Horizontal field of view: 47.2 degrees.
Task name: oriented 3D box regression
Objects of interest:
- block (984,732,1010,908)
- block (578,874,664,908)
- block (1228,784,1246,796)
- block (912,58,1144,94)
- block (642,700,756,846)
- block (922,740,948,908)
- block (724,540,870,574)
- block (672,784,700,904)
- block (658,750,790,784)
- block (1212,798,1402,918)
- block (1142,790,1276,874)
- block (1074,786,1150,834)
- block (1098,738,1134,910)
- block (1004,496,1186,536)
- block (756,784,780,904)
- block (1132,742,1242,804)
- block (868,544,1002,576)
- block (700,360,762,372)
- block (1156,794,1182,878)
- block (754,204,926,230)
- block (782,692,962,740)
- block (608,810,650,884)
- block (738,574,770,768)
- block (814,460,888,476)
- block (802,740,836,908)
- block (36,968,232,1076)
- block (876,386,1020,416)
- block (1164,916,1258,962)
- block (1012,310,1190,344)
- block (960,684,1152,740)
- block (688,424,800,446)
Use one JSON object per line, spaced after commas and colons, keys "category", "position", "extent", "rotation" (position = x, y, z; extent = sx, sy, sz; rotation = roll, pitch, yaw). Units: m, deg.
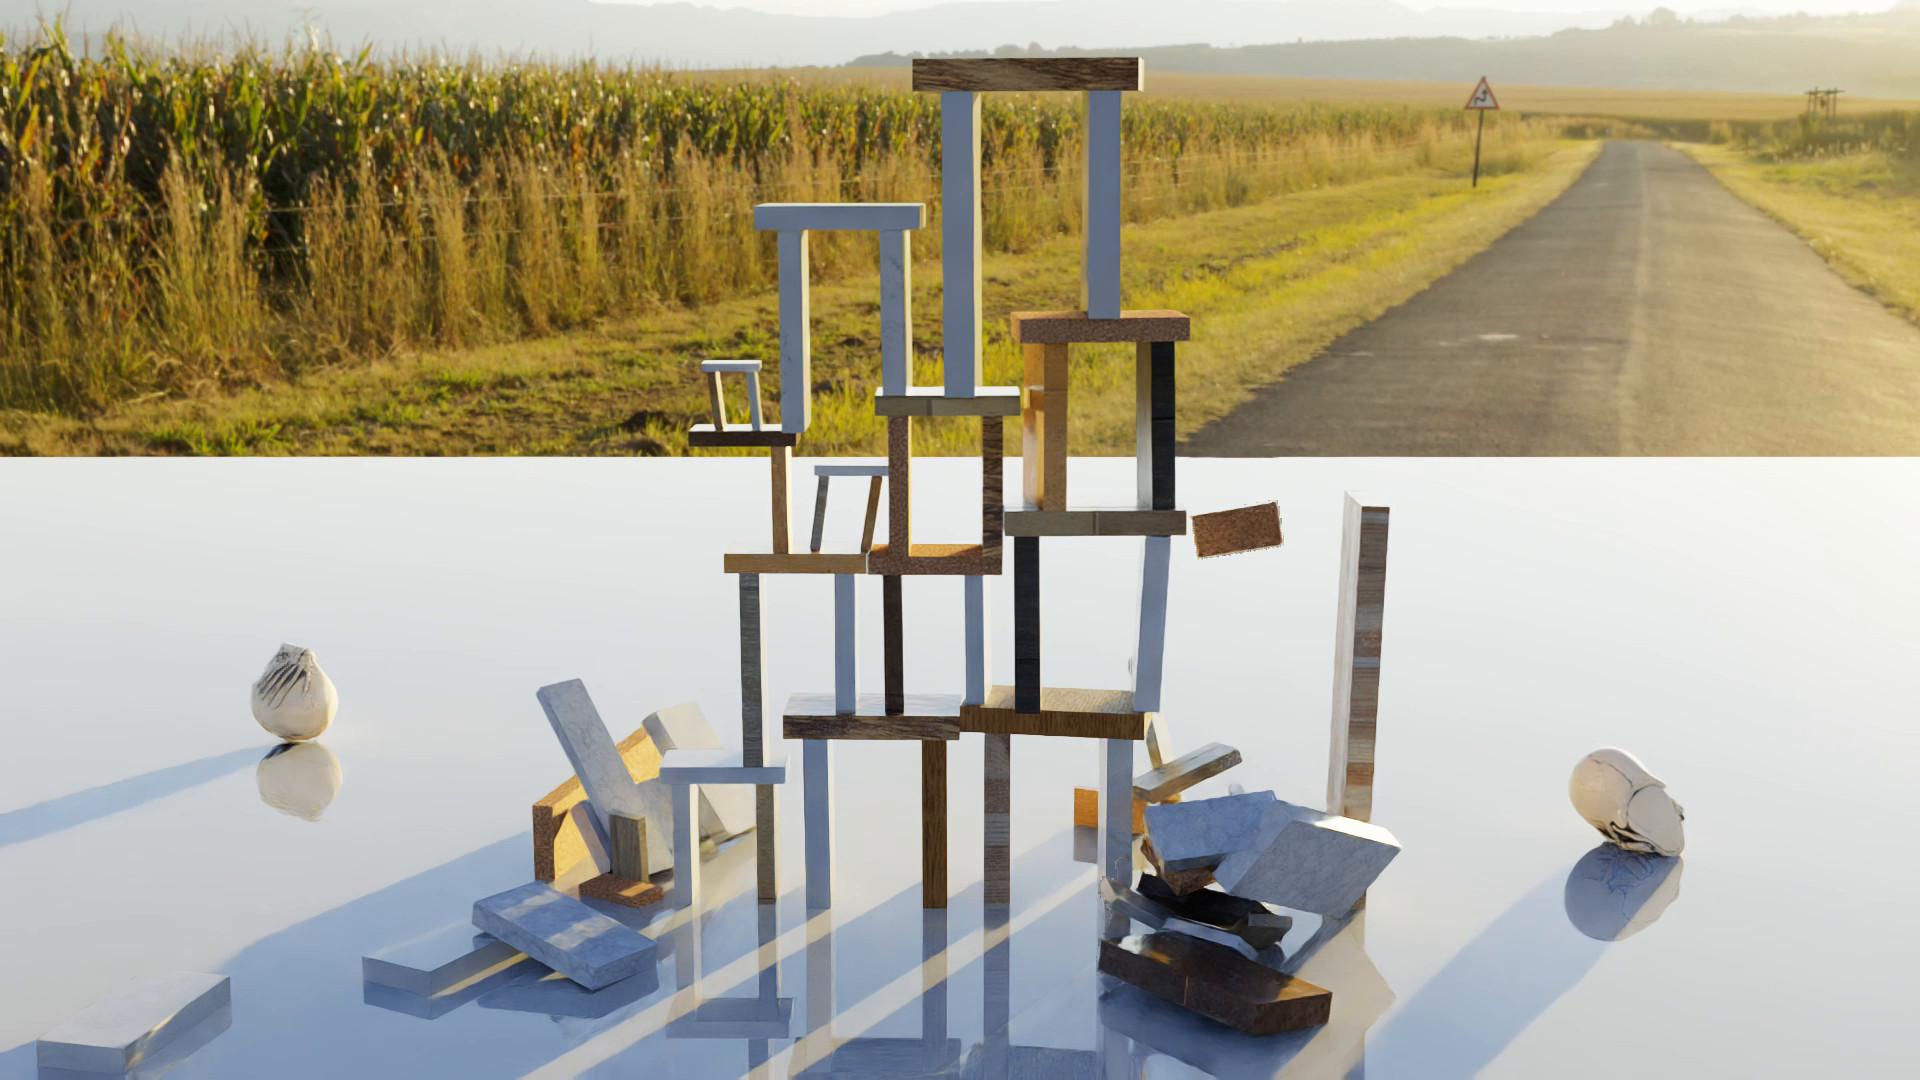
{"category": "block", "position": [0.061, 0.443, 3.644], "extent": [0.042, 0.298, 0.149], "rotation": [0, 11, 0]}
{"category": "block", "position": [-0.564, 0.583, 3.655], "extent": [0.129, 0.018, 0.064], "rotation": [7, 12, 32]}
{"category": "block", "position": [0.459, 0.503, 3.644], "extent": [0.025, 0.175, 0.087], "rotation": [0, 14, -1]}
{"category": "block", "position": [0.108, -0.718, 3.400], "extent": [0.343, 0.049, 0.171], "rotation": [1, 11, 7]}
{"category": "block", "position": [-0.458, 0.417, 3.952], "extent": [0.037, 0.261, 0.131], "rotation": [-38, -12, 24]}
{"category": "block", "position": [-0.042, 0.450, 3.643], "extent": [0.040, 0.285, 0.143], "rotation": [0, 11, 0]}
{"category": "block", "position": [-0.261, 0.027, 3.567], "extent": [0.229, 0.033, 0.115], "rotation": [0, 11, 1]}
{"category": "block", "position": [-0.455, 0.489, 3.650], "extent": [0.029, 0.205, 0.103], "rotation": [0, 11, 0]}
{"category": "block", "position": [-0.387, 0.374, 3.628], "extent": [0.205, 0.029, 0.103], "rotation": [0, 11, 0]}
{"category": "block", "position": [0.545, 0.501, 3.432], "extent": [0.316, 0.158, 0.045], "rotation": [20, 24, -45]}
{"category": "block", "position": [0.405, 0.456, 3.446], "extent": [0.215, 0.030, 0.108], "rotation": [-6, 45, -13]}
{"category": "block", "position": [0.276, 0.492, 4.008], "extent": [0.139, 0.070, 0.020], "rotation": [5, 12, 25]}
{"category": "block", "position": [0.257, 0.444, 3.640], "extent": [0.042, 0.298, 0.149], "rotation": [0, 11, -1]}
{"category": "block", "position": [0.212, -0.039, 3.517], "extent": [0.285, 0.040, 0.143], "rotation": [0, 11, -1]}
{"category": "block", "position": [-0.318, 0.489, 3.650], "extent": [0.029, 0.205, 0.103], "rotation": [0, 11, 0]}
{"category": "block", "position": [0.373, 0.387, 3.662], "extent": [0.175, 0.025, 0.087], "rotation": [-22, 11, -19]}
{"category": "block", "position": [-0.039, 0.031, 3.557], "extent": [0.214, 0.030, 0.107], "rotation": [0, 11, 1]}
{"category": "block", "position": [-0.365, -0.278, 3.510], "extent": [0.092, 0.013, 0.046], "rotation": [0, 10, 0]}
{"category": "block", "position": [0.346, 0.504, 3.650], "extent": [0.025, 0.175, 0.087], "rotation": [2, 10, -1]}
{"category": "block", "position": [-0.187, -0.508, 3.455], "extent": [0.257, 0.036, 0.128], "rotation": [0, 10, 3]}
{"category": "block", "position": [-0.142, 0.289, 3.613], "extent": [0.285, 0.040, 0.143], "rotation": [0, 11, 1]}
{"category": "block", "position": [-0.554, 0.521, 3.684], "extent": [0.064, 0.129, 0.018], "rotation": [7, 16, 32]}
{"category": "block", "position": [-0.337, 0.201, 3.599], "extent": [0.033, 0.321, 0.115], "rotation": [0, 11, 0]}
{"category": "block", "position": [-0.173, -0.116, 3.538], "extent": [0.121, 0.017, 0.060], "rotation": [1, 11, 1]}
{"category": "block", "position": [-0.233, 0.450, 3.643], "extent": [0.040, 0.285, 0.143], "rotation": [-1, 11, 0]}
{"category": "block", "position": [-1.161, 0.676, 3.102], "extent": [0.133, 0.038, 0.266], "rotation": [2, 11, 12]}
{"category": "block", "position": [-0.019, -0.221, 3.502], "extent": [0.227, 0.032, 0.113], "rotation": [0, 11, 0]}
{"category": "block", "position": [0.385, 0.615, 3.377], "extent": [0.134, 0.019, 0.067], "rotation": [9, -25, 40]}
{"category": "block", "position": [0.218, -0.335, 3.451], "extent": [0.264, 0.037, 0.132], "rotation": [-1, 11, -4]}
{"category": "block", "position": [0.159, 0.280, 3.591], "extent": [0.298, 0.042, 0.149], "rotation": [2, 11, 10]}
{"category": "block", "position": [-0.344, -0.168, 3.526], "extent": [0.171, 0.024, 0.085], "rotation": [0, 10, 1]}
